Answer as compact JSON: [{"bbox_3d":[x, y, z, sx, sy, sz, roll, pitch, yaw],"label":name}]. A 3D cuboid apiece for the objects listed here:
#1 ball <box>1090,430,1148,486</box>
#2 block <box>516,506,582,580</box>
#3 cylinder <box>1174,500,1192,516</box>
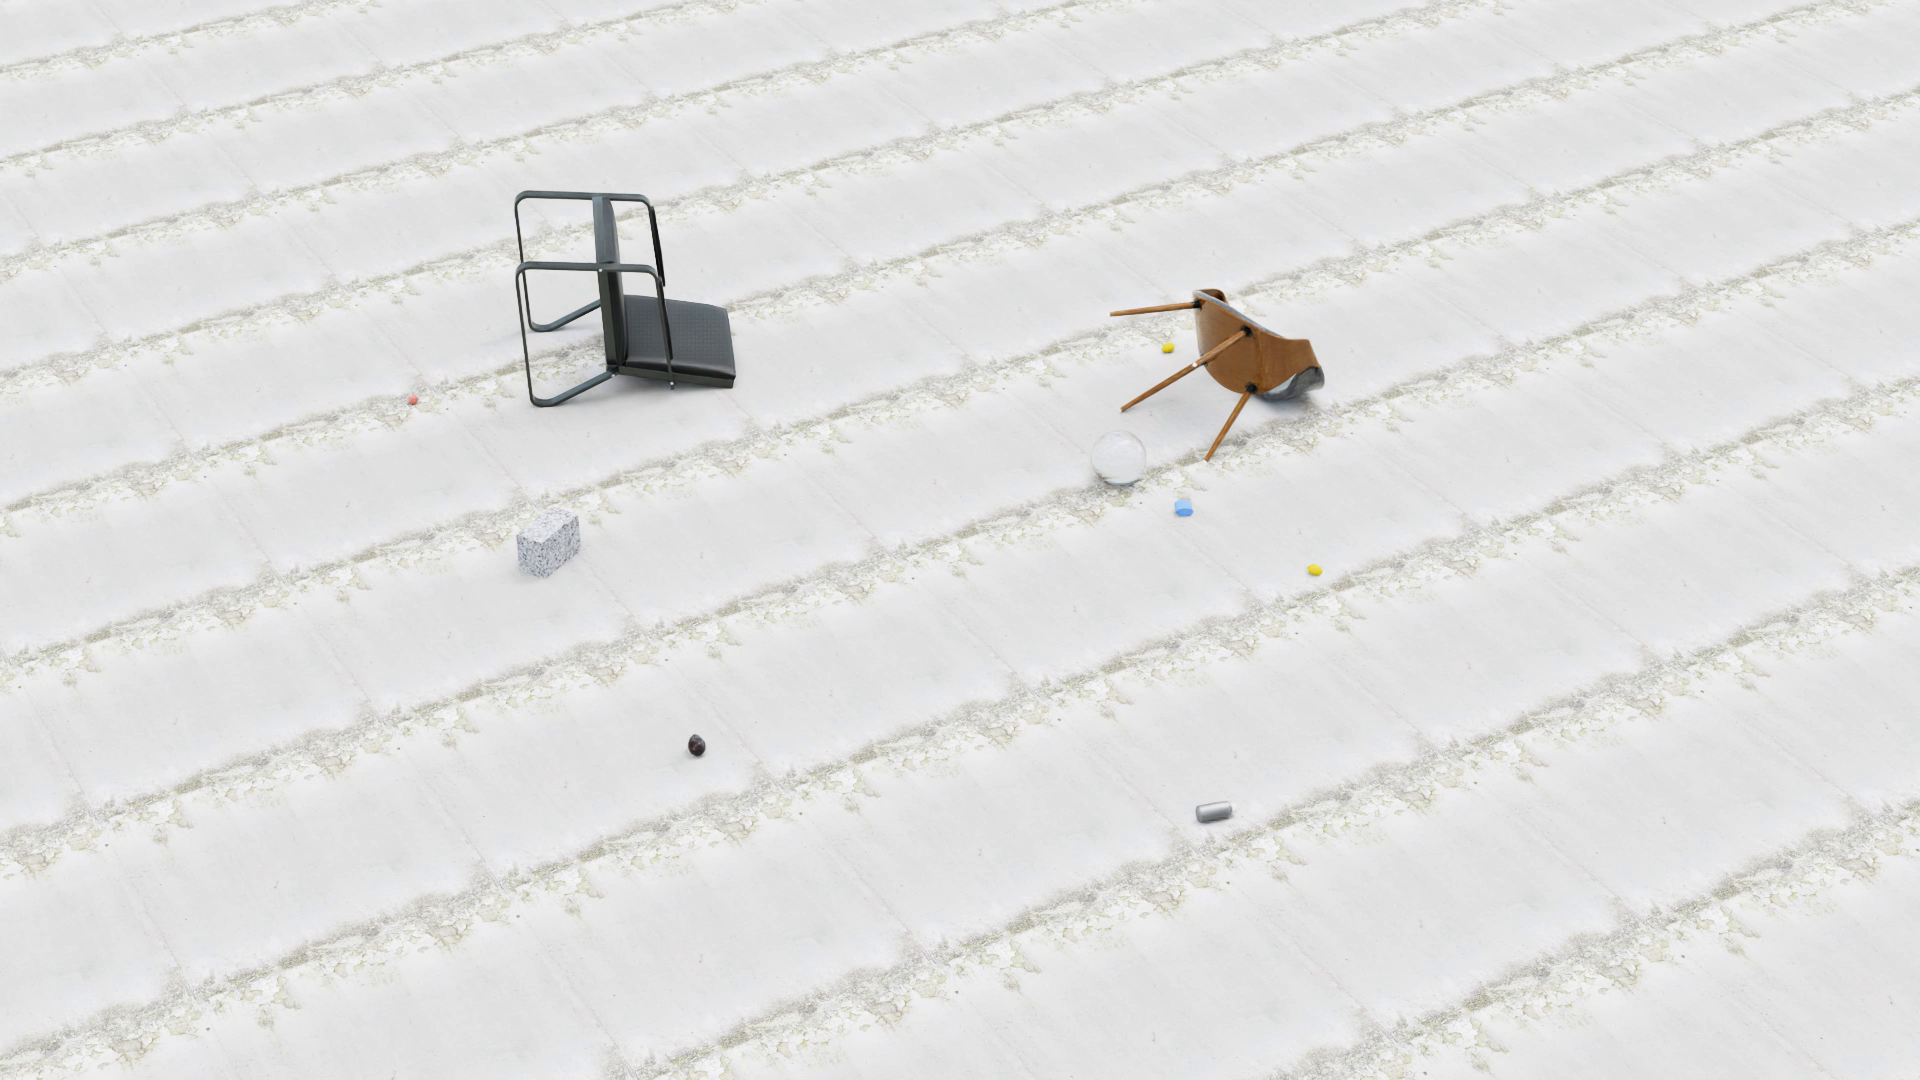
[{"bbox_3d":[0.608,-0.312,11.221,0.217,0.217,0.217,0,33,0],"label":"ball"},{"bbox_3d":[-1.513,0.009,10.787,0.117,0.158,0.221,18,37,25],"label":"block"},{"bbox_3d":[0.847,-0.121,11.094,0.066,0.038,0.061,8,18,-3],"label":"cylinder"}]
